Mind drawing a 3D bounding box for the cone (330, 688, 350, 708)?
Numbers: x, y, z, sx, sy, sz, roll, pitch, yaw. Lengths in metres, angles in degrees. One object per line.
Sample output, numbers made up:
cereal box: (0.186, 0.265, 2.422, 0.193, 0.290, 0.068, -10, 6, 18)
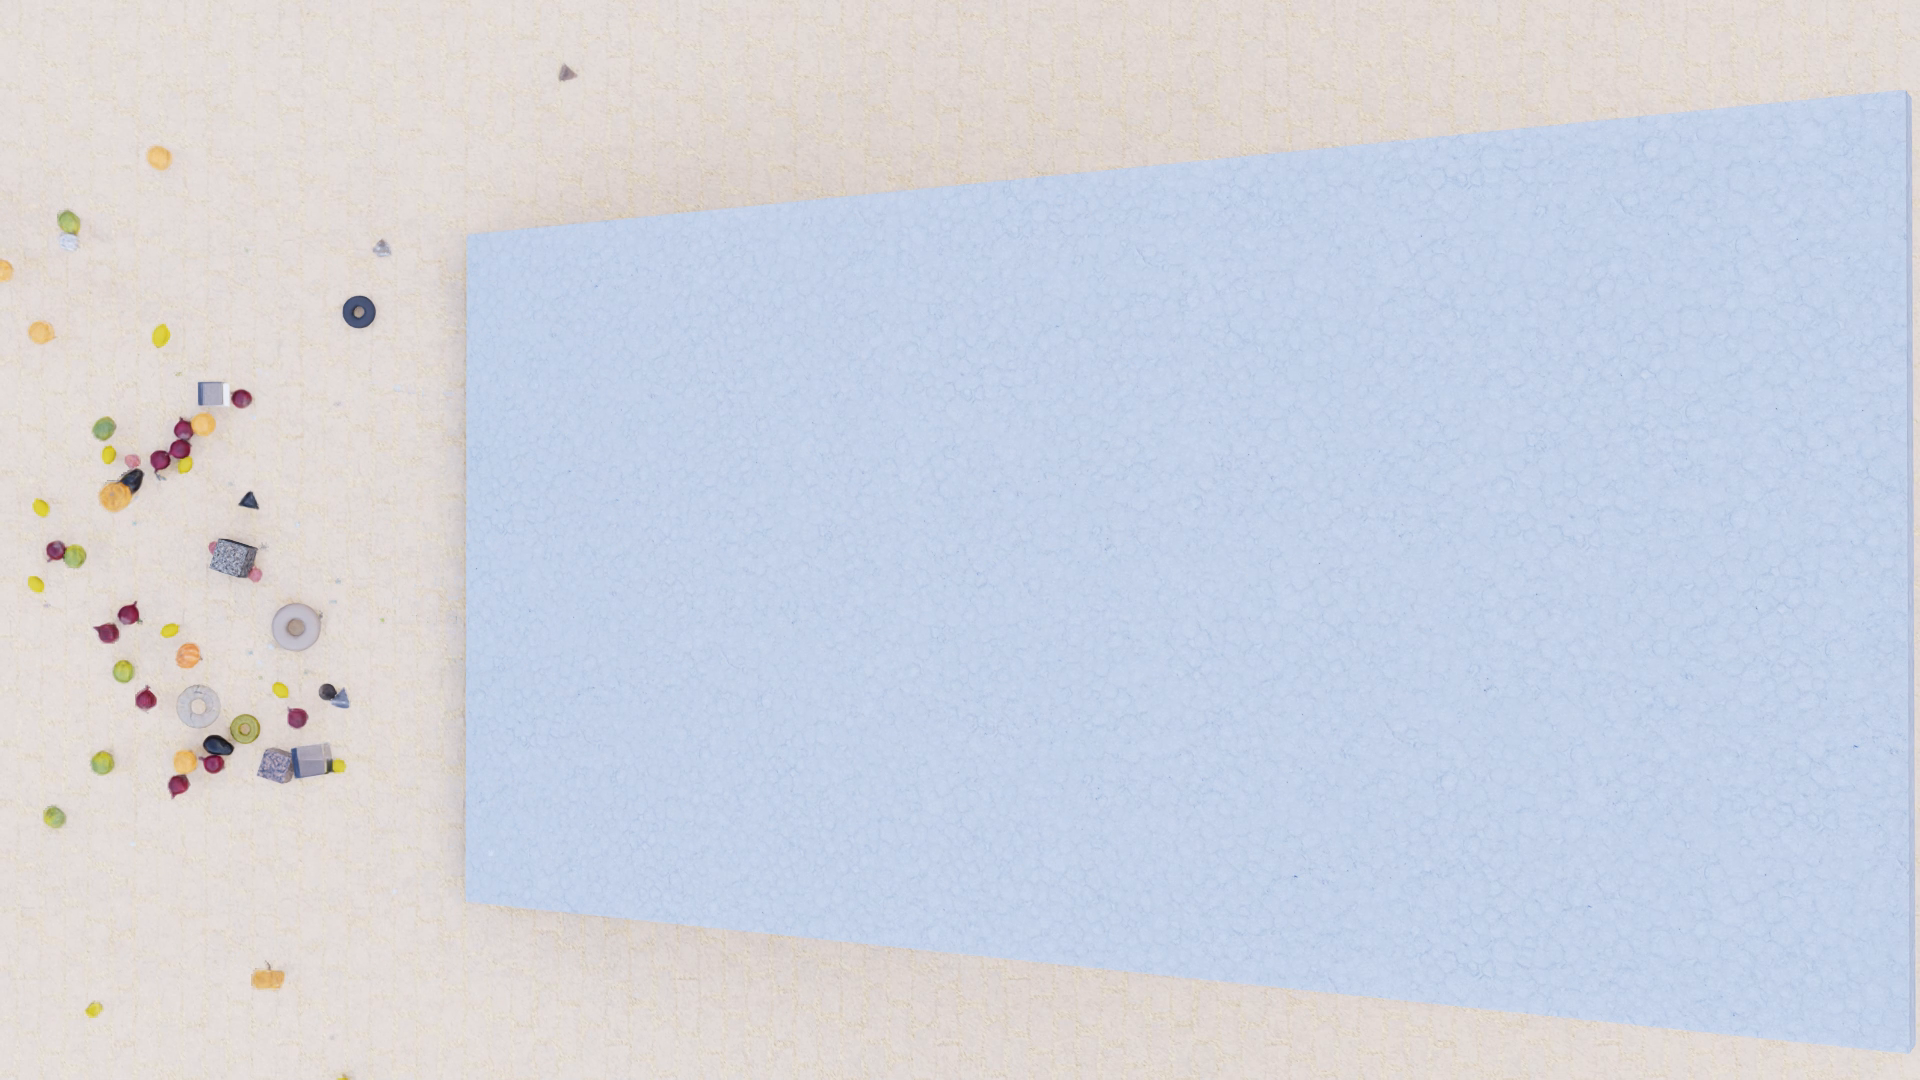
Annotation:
cone: (-1.873, 0.471, 6.662, 0.059, 0.059, 0.059, 6, 63, 0)

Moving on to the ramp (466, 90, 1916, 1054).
ramp: (0.268, 0.074, 5.620, 4.000, 0.100, 2.000, 0, 89, 31)

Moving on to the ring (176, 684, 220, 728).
ring: (-2.304, 0.504, 6.653, 0.134, 0.045, 0.134, 0, 90, -1)

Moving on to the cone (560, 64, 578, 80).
cone: (-1.183, -1.417, 6.681, 0.052, 0.052, 0.052, 9, 89, -27)

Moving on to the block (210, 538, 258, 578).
block: (-2.190, 0.055, 6.632, 0.094, 0.094, 0.094, 17, 89, 0)

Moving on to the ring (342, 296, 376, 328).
ring: (-1.822, -0.692, 6.670, 0.101, 0.034, 0.101, 0, 88, 0)

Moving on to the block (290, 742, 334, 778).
block: (-1.951, 0.663, 6.627, 0.092, 0.092, 0.092, -9, 89, 0)

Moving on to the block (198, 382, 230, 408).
block: (-2.256, -0.441, 6.648, 0.071, 0.071, 0.071, -1, 89, 0)

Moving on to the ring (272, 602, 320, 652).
ring: (-2.008, 0.263, 6.653, 0.148, 0.049, 0.148, 0, 90, -1)

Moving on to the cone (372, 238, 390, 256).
cone: (-1.756, -0.898, 6.677, 0.052, 0.052, 0.052, -6, 63, 0)

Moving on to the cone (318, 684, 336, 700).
cone: (-1.921, 0.461, 6.649, 0.053, 0.053, 0.053, 0, 89, 0)

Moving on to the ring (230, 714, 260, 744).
ring: (-2.164, 0.572, 6.659, 0.091, 0.030, 0.091, 0, 91, 1)

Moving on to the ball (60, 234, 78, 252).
ball: (-2.698, -0.901, 6.661, 0.054, 0.054, 0.054, 0, 89, 0)

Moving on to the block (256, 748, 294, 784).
block: (-2.056, 0.680, 6.632, 0.083, 0.083, 0.083, 18, 89, 0)

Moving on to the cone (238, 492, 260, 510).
cone: (-2.146, -0.108, 6.668, 0.057, 0.057, 0.057, -46, 116, 0)
